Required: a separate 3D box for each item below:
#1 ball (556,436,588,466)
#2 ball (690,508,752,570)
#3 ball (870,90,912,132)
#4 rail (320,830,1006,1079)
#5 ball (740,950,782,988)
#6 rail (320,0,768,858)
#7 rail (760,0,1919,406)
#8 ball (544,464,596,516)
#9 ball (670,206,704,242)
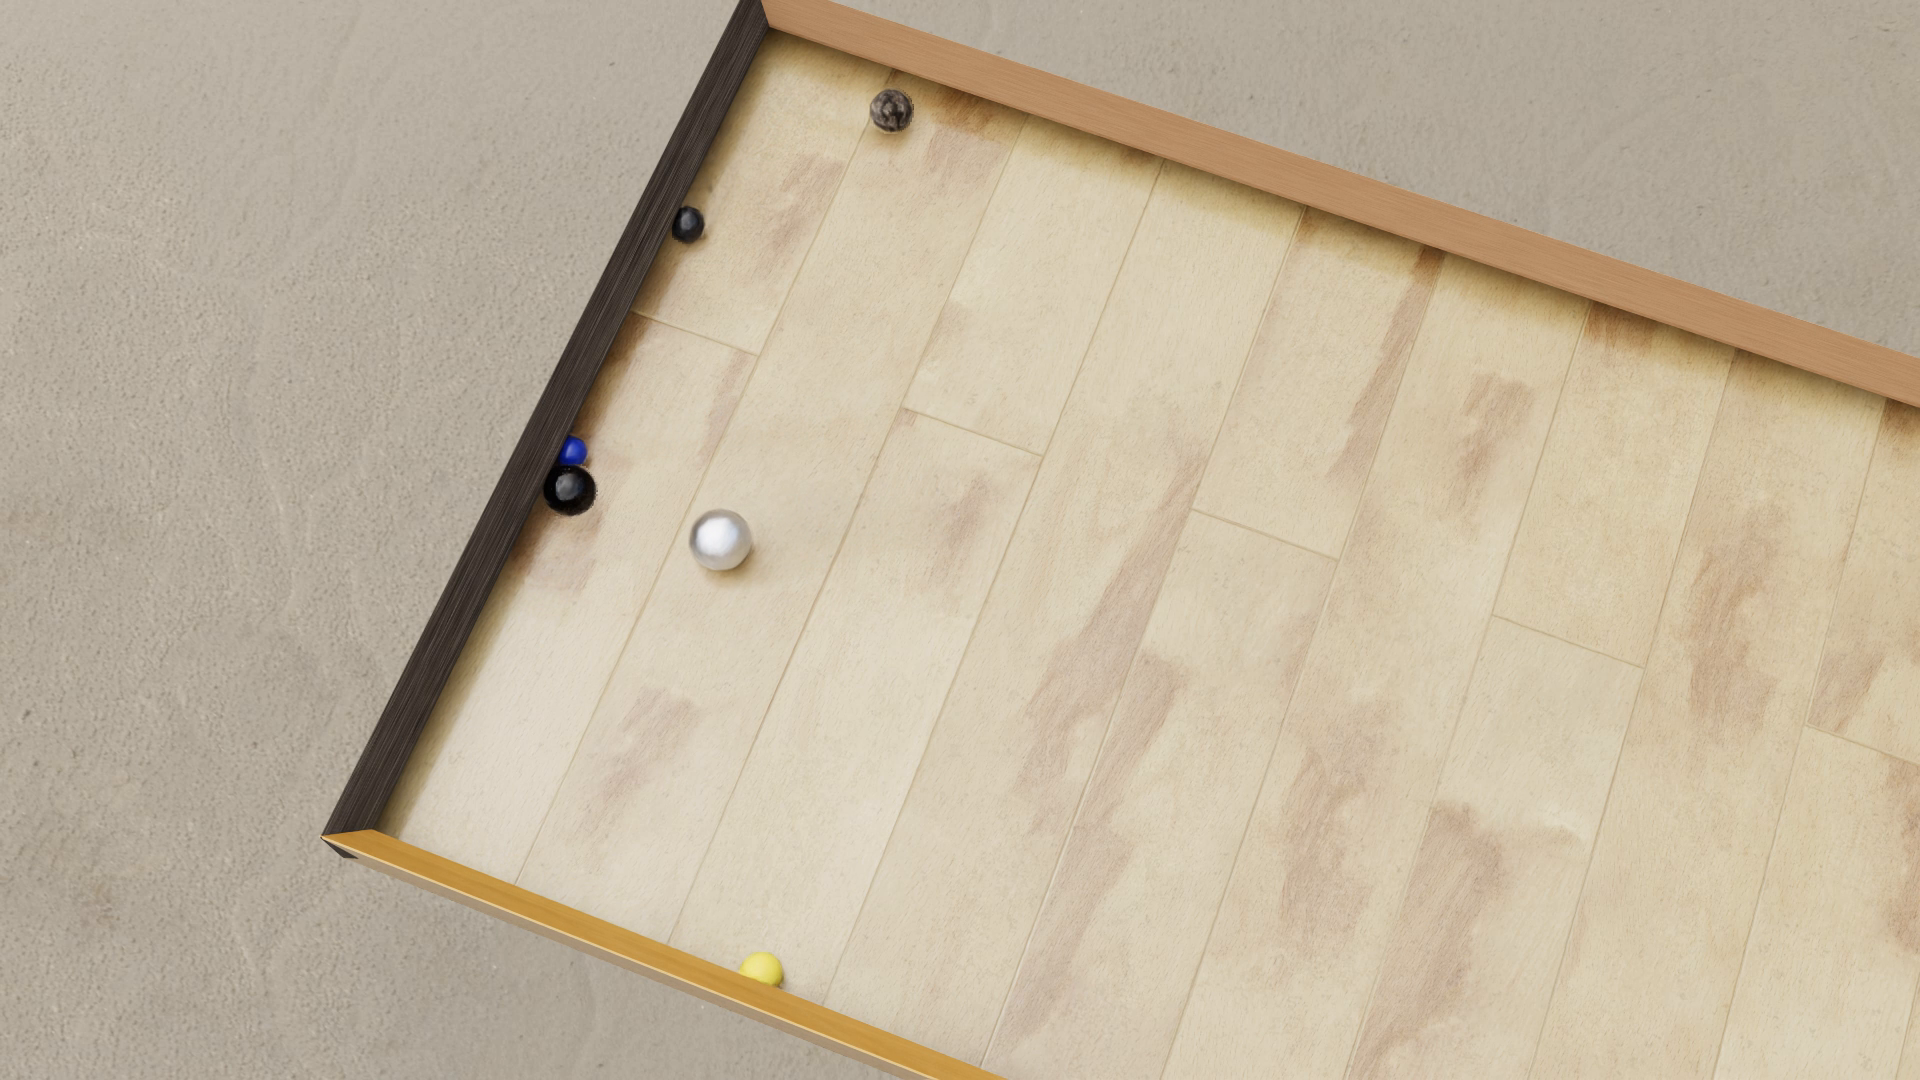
[{"bbox_3d":[-0.624,-0.142,3.535,0.051,0.051,0.051,0,69,0],"label":"ball"},{"bbox_3d":[-0.376,-0.001,3.455,0.098,0.098,0.098,0,69,0],"label":"ball"},{"bbox_3d":[-0.119,-0.734,3.755,0.071,0.071,0.071,0,69,0],"label":"ball"},{"bbox_3d":[0.363,0.898,3.088,2.761,0.128,0.045,20,70,8],"label":"rail"},{"bbox_3d":[-0.292,0.635,3.227,0.063,0.063,0.063,0,69,0],"label":"ball"},{"bbox_3d":[-0.622,-0.234,3.529,0.045,0.128,1.606,20,70,8],"label":"rail"},{"bbox_3d":[0.925,-0.456,3.615,2.761,0.128,0.045,20,70,8],"label":"rail"},{"bbox_3d":[-0.620,-0.078,3.493,0.083,0.083,0.083,0,69,0],"label":"ball"},{"bbox_3d":[-0.456,-0.530,3.682,0.058,0.058,0.058,0,69,0],"label":"ball"}]
